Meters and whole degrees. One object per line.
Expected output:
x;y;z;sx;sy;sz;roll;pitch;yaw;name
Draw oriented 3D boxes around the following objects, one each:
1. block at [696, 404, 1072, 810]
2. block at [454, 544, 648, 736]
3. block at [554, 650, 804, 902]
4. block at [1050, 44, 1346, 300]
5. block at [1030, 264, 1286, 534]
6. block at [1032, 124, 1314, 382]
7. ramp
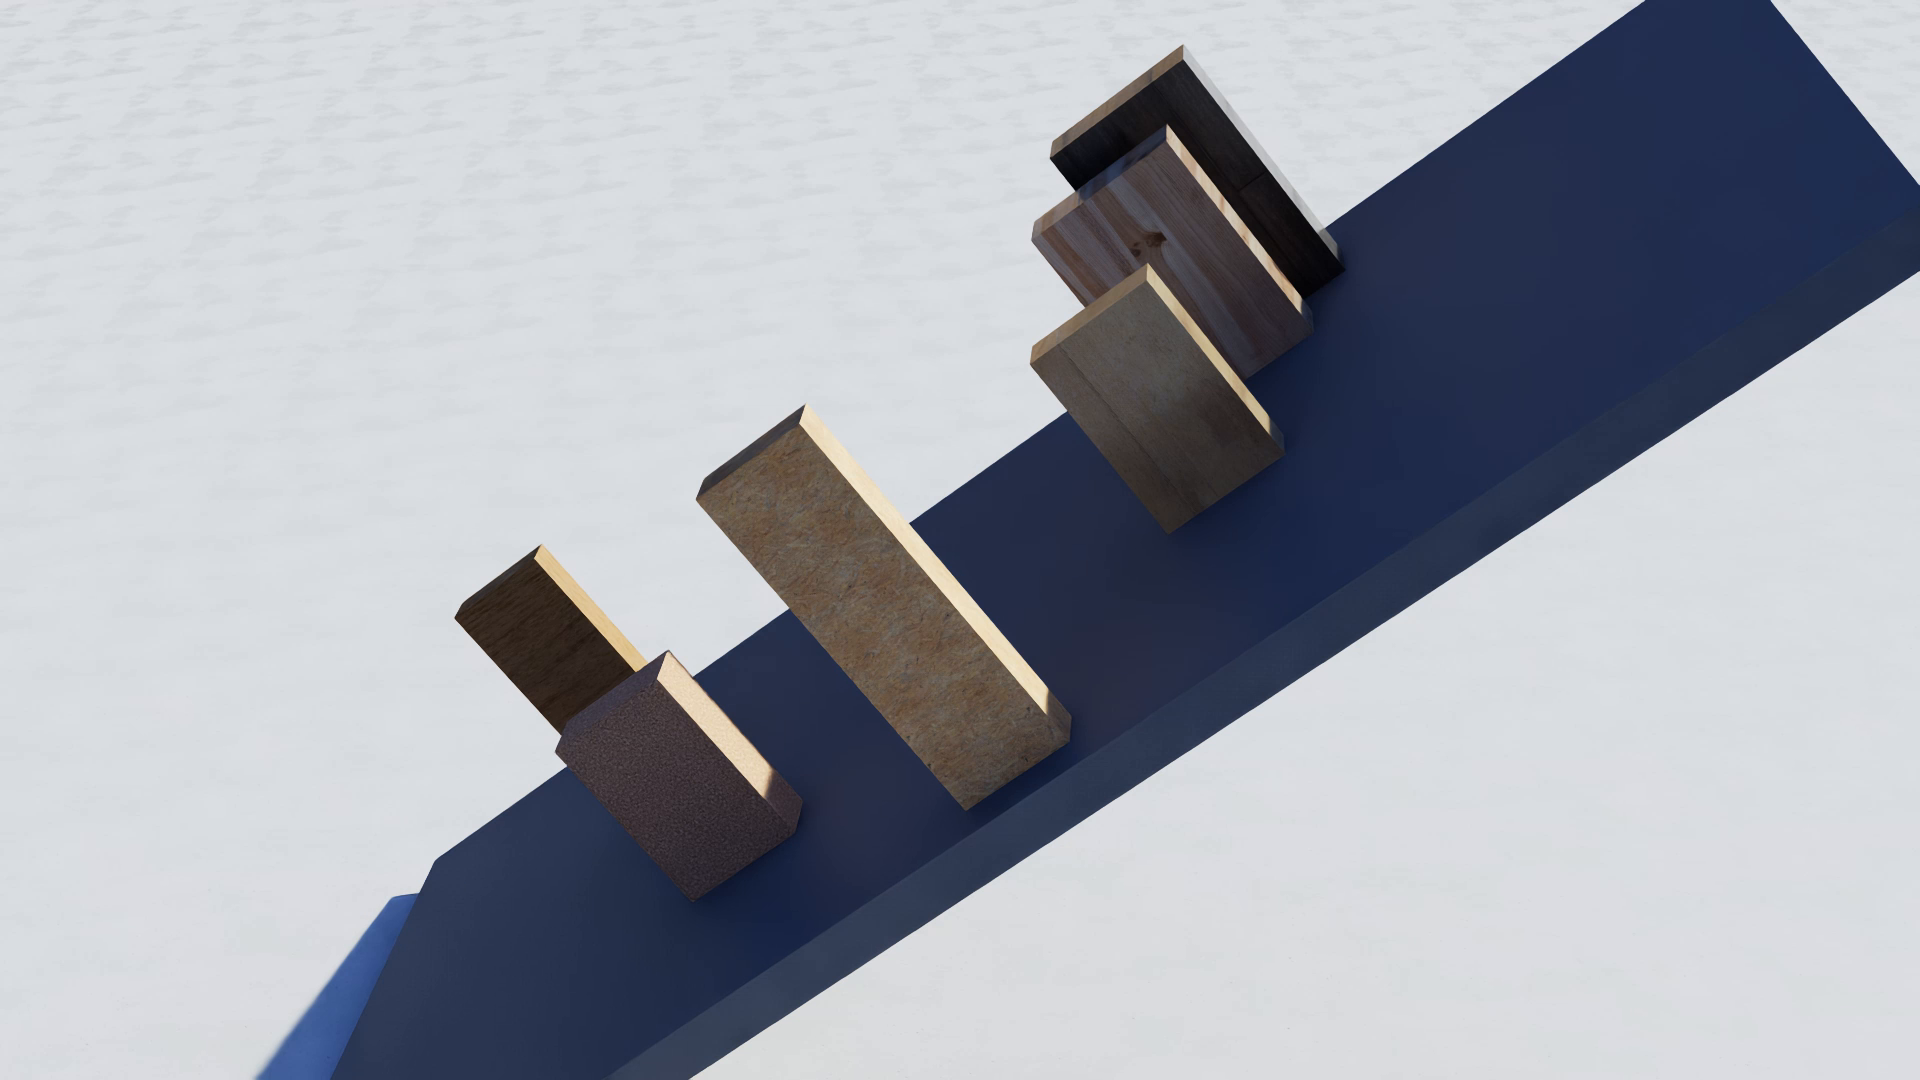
-0.134;0.130;5.418;0.246;0.787;0.105;-35;16;17;block
-0.847;0.333;6.765;0.248;0.651;0.086;-35;16;17;block
-0.581;0.491;6.107;0.281;0.439;0.141;-35;16;17;block
0.537;-0.755;6.636;0.371;0.607;0.142;-35;16;17;block
0.399;-0.282;5.930;0.293;0.460;0.111;-35;16;17;block
0.467;-0.578;6.443;0.366;0.536;0.141;-35;16;17;block
0.125;0.182;6.332;4.000;0.100;2.000;-35;16;17;ramp
